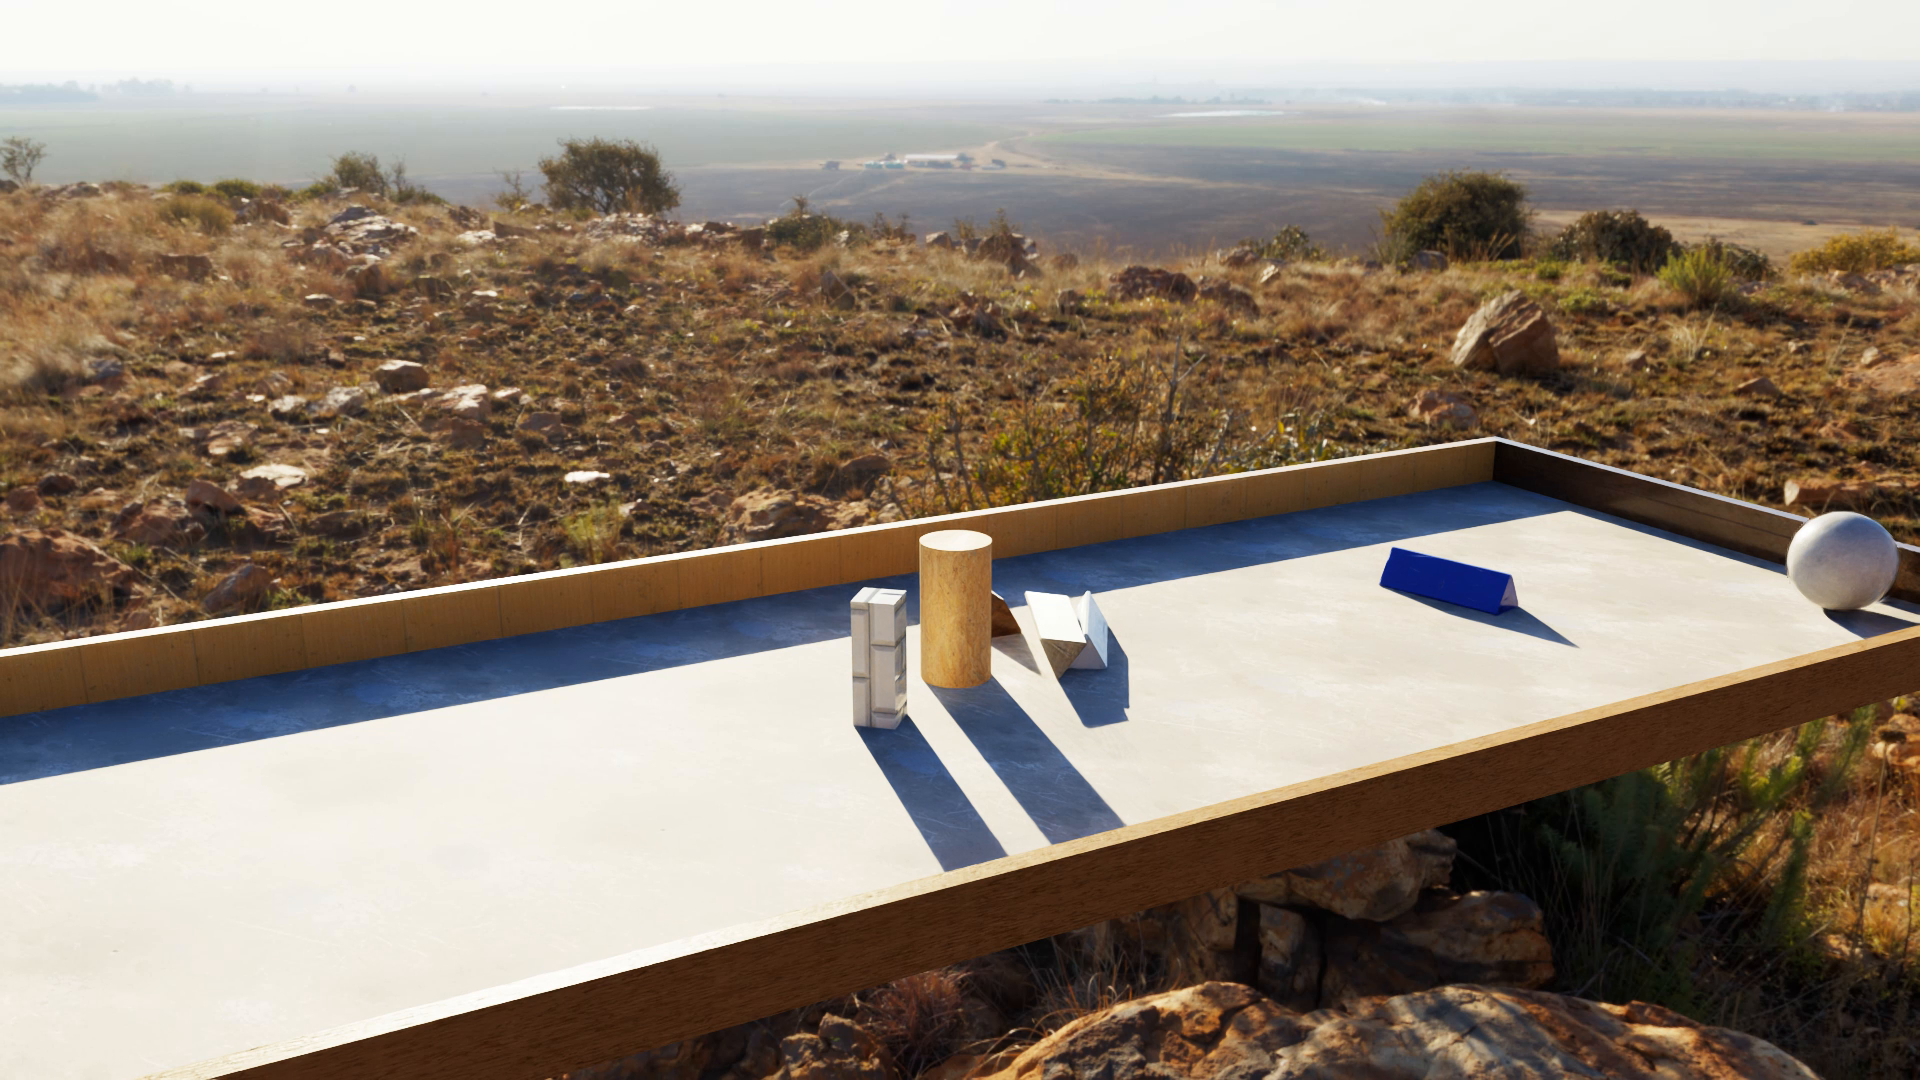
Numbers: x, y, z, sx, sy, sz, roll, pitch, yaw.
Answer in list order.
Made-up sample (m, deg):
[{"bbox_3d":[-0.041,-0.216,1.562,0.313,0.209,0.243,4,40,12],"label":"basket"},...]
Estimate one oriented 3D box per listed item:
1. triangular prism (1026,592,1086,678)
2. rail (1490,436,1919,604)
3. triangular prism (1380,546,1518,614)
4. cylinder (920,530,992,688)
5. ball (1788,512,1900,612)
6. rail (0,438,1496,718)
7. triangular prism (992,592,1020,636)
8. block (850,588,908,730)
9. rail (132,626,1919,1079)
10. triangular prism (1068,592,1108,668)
[{"bbox_3d":[0.230,0.224,4.316,0.103,0.119,0.373,36,11,-13],"label":"triangular prism"},{"bbox_3d":[2.466,-0.048,5.253,0.050,0.150,2.100,-9,18,-27],"label":"rail"},{"bbox_3d":[1.419,0.109,4.788,0.122,0.106,0.382,-15,22,-41],"label":"triangular prism"},{"bbox_3d":[-0.011,0.172,4.136,0.180,0.357,0.180,0,16,0],"label":"cylinder"},{"bbox_3d":[2.490,0.060,4.652,0.281,0.281,0.281,0,16,0],"label":"ball"},{"bbox_3d":[-3.305,0.497,3.399,12.000,0.150,0.050,-9,18,-27],"label":"rail"},{"bbox_3d":[0.053,0.168,4.589,0.120,0.104,0.307,-7,18,-22],"label":"triangular prism"},{"bbox_3d":[-0.189,0.277,3.867,0.104,0.307,0.104,4,17,13],"label":"block"},{"bbox_3d":[-2.336,1.006,1.665,12.000,0.150,0.050,-9,18,-27],"label":"rail"},{"bbox_3d":[0.337,0.234,4.382,0.108,0.094,0.348,1,16,5],"label":"triangular prism"}]
